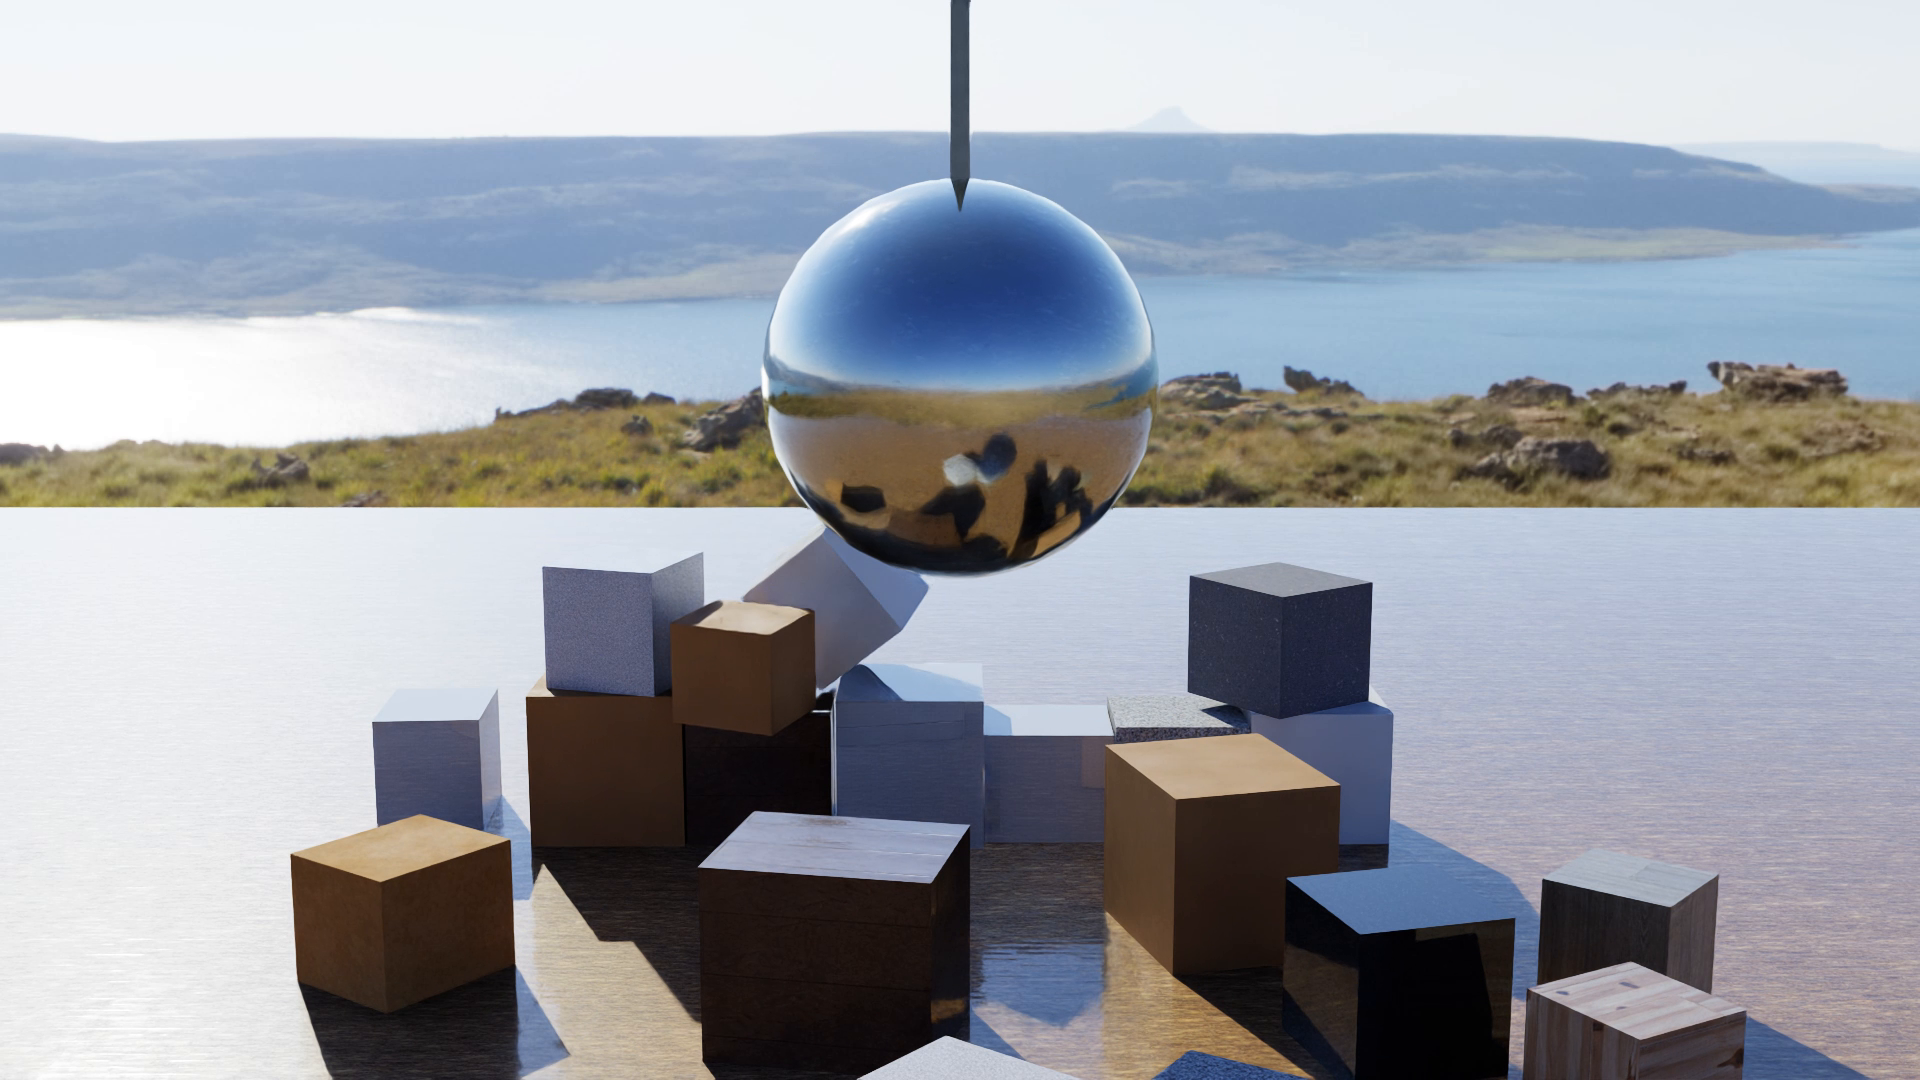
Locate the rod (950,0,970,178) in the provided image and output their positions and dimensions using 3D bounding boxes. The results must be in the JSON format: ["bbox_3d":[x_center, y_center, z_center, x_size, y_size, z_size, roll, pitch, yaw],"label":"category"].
[{"bbox_3d":[0.000,-3.982,9.497,0.080,5.200,0.080,0,-11,0],"label":"rod"}]

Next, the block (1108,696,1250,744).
[{"bbox_3d":[1.115,1.180,11.374,0.669,0.609,0.638,0,10,0],"label":"block"}]

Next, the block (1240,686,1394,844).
[{"bbox_3d":[1.810,1.147,11.373,0.710,0.675,0.654,0,10,-1],"label":"block"}]

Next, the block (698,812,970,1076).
[{"bbox_3d":[-0.477,1.581,8.679,0.907,0.784,0.723,2,11,12],"label":"block"}]

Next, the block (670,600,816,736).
[{"bbox_3d":[-1.071,0.625,10.910,0.545,0.509,0.491,5,15,22],"label":"block"}]

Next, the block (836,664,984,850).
[{"bbox_3d":[-0.251,1.103,11.360,0.734,0.764,0.800,0,10,0],"label":"block"}]

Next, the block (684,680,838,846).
[{"bbox_3d":[-1.009,1.141,11.391,0.725,0.679,0.759,0,10,0],"label":"block"}]

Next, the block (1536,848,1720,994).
[{"bbox_3d":[2.746,1.640,9.049,0.538,0.535,0.513,8,13,39],"label":"block"}]

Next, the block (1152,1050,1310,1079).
[{"bbox_3d":[0.882,2.029,6.636,0.752,0.633,0.642,7,12,32],"label":"block"}]

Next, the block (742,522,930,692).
[{"bbox_3d":[-0.646,0.278,11.556,0.582,0.641,0.622,-37,8,22],"label":"block"}]

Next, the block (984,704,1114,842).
[{"bbox_3d":[0.447,1.202,11.389,0.652,0.560,0.605,0,10,0],"label":"block"}]

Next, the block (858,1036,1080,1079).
[{"bbox_3d":[-0.018,1.997,6.639,0.584,0.695,0.642,8,13,38],"label":"block"}]

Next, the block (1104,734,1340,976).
[{"bbox_3d":[1.148,1.378,9.805,0.756,0.781,0.874,-3,11,-16],"label":"block"}]

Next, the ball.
[{"bbox_3d":[0.000,-0.644,8.849,1.600,1.600,1.600,0,10,0],"label":"ball"}]

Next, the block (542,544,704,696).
[{"bbox_3d":[-1.710,0.403,11.251,0.600,0.627,0.617,3,11,18],"label":"block"}]

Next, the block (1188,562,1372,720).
[{"bbox_3d":[1.639,0.503,11.297,0.633,0.619,0.679,-7,13,-35],"label":"block"}]

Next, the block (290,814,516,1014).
[{"bbox_3d":[-2.362,1.572,9.349,0.591,0.562,0.688,8,13,36],"label":"block"}]

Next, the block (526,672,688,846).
[{"bbox_3d":[-1.773,1.093,11.384,0.776,0.777,0.763,0,10,0],"label":"block"}]

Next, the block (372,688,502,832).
[{"bbox_3d":[-2.739,1.152,11.565,0.537,0.596,0.673,-1,10,-4],"label":"block"}]

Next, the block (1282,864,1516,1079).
[{"bbox_3d":[1.687,1.687,8.531,0.640,0.629,0.655,-3,11,-16],"label":"block"}]

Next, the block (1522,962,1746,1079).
[{"bbox_3d":[2.374,1.874,7.776,0.518,0.531,0.528,-6,12,-30],"label":"block"}]
